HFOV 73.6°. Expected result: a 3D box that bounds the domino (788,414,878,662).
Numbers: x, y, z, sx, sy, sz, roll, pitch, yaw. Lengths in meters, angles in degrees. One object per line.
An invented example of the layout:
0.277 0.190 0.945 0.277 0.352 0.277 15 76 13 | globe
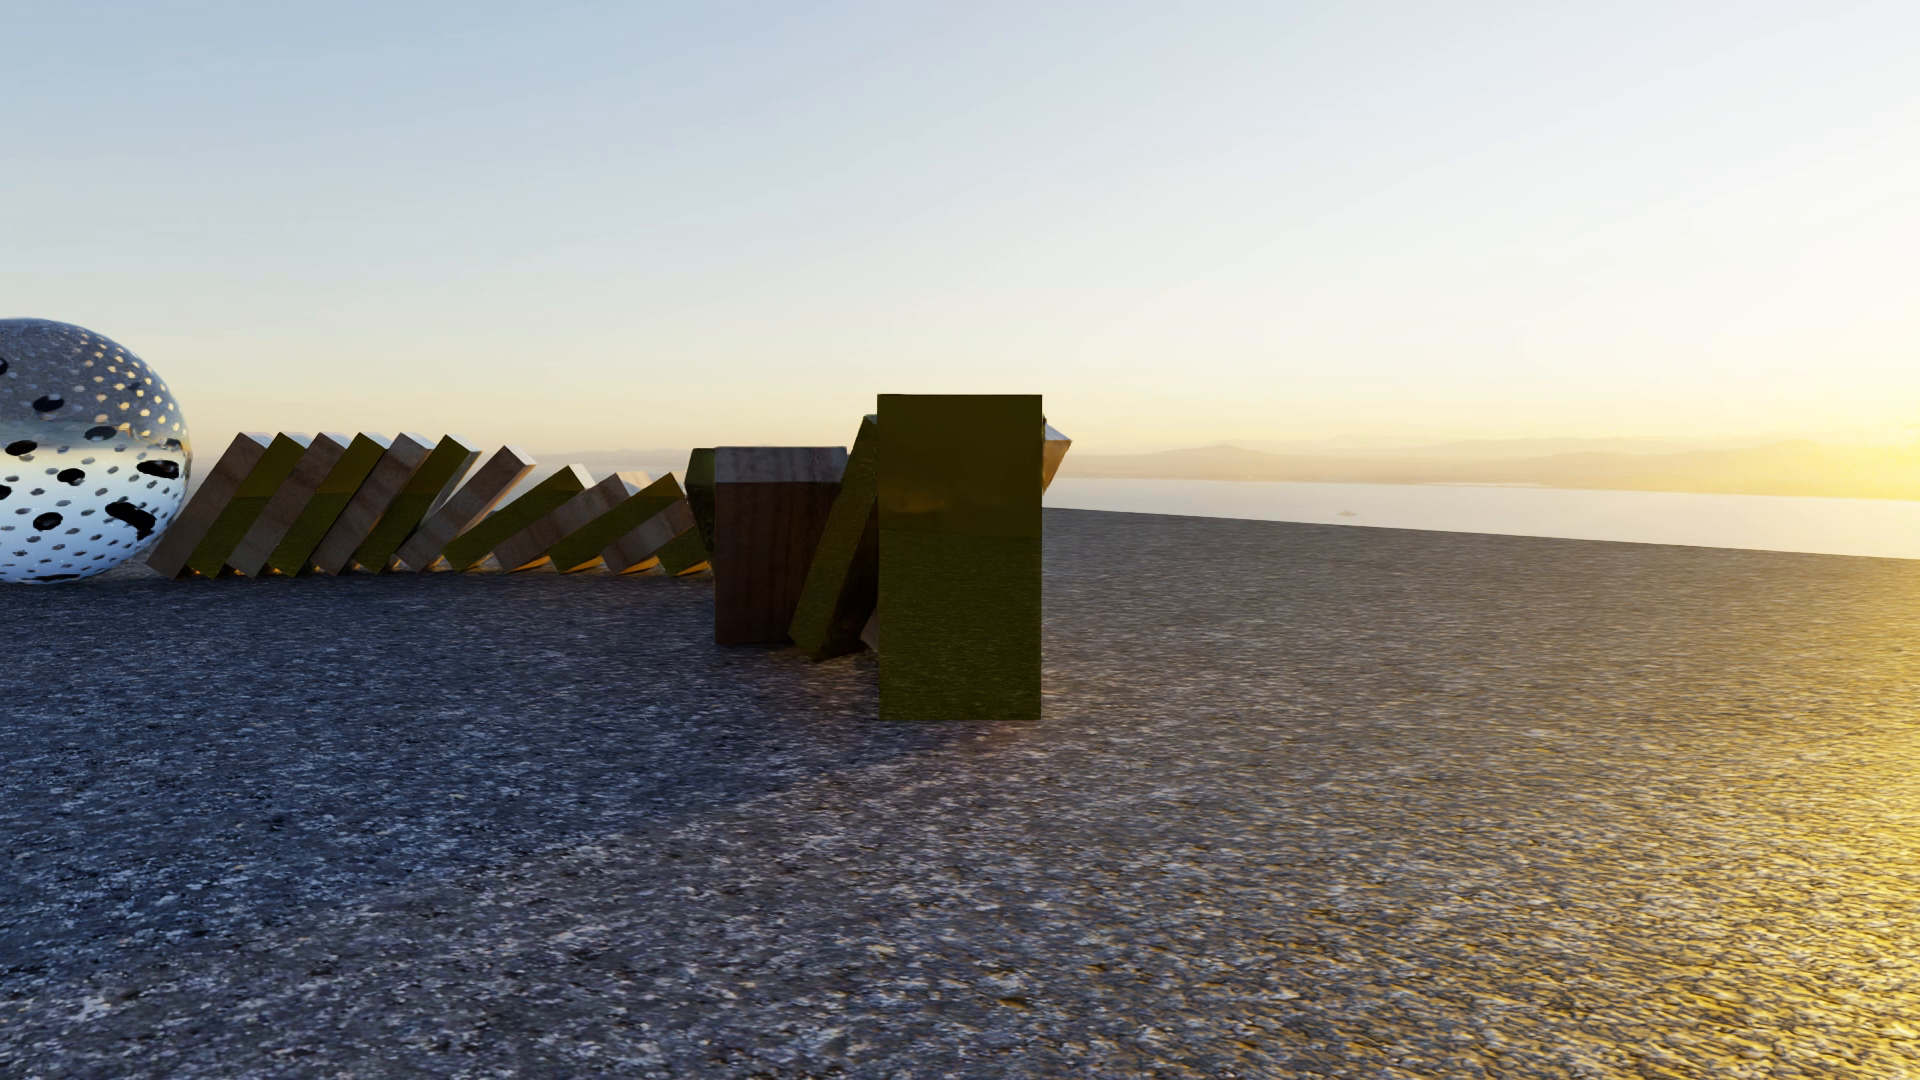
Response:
-0.014 -0.001 0.250 0.025 0.050 0.009 -8 40 -46 | domino

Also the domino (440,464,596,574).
-0.148 -0.008 0.434 0.050 0.009 0.025 -34 7 -3 | domino

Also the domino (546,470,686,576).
-0.109 -0.006 0.423 0.050 0.009 0.025 -30 -1 10 | domino

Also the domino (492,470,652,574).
-0.128 -0.006 0.428 0.050 0.009 0.025 -30 0 8 | domino

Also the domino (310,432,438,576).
-0.192 -0.012 0.423 0.010 0.050 0.025 35 -3 -12 | domino

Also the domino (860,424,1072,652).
0.001 0.000 0.251 0.010 0.050 0.025 36 22 25 | domino

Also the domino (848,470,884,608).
-0.034 0.001 0.314 0.025 0.009 0.050 0 -31 5 | domino

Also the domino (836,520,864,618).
-0.038 0.001 0.295 0.025 0.009 0.050 0 -34 5 | domino

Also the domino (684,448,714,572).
-0.041 0.001 0.277 0.025 0.010 0.050 0 -40 5 | domino

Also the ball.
-0.277 -0.026 0.384 0.080 0.080 0.080 0 4 0 | ball

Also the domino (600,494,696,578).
-0.090 -0.006 0.417 0.050 0.009 0.025 -31 -2 12 | domino

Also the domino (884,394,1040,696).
0.000 0.001 0.216 0.025 0.050 0.009 0 14 -2 | domino

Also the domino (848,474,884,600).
-0.031 0.000 0.333 0.025 0.009 0.050 0 -29 5 | domino

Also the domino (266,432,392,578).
-0.203 -0.012 0.418 0.009 0.050 0.025 35 -3 -12 | domino

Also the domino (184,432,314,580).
-0.226 -0.012 0.413 0.010 0.050 0.025 35 -3 -12 | domino

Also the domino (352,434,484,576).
-0.181 -0.012 0.429 0.010 0.050 0.025 37 -3 -11 | domino

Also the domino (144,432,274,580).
-0.237 -0.012 0.412 0.009 0.050 0.025 35 -3 -12 | domino

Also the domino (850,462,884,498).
-0.028 -0.004 0.376 0.025 0.009 0.050 -3 -31 -34 | domino

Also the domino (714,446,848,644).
-0.037 0.002 0.260 0.025 0.050 0.009 -1 49 -12 | domino

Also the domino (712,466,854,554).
-0.052 -0.006 0.408 0.050 0.009 0.025 -33 -6 13 | domino

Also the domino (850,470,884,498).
-0.026 -0.002 0.354 0.025 0.009 0.050 -1 -29 -13 | domino

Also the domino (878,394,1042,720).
0.000 0.002 0.201 0.025 0.050 0.009 0 4 0 | domino

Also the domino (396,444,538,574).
-0.166 -0.011 0.434 0.009 0.050 0.025 45 -4 -10 | domino

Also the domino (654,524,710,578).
-0.071 -0.006 0.411 0.050 0.009 0.025 -33 -3 12 | domino

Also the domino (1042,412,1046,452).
0.000 0.000 0.231 0.025 0.050 0.009 1 24 -8 | domino

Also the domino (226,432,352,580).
-0.214 -0.012 0.415 0.009 0.050 0.025 35 -3 -12 | domino
